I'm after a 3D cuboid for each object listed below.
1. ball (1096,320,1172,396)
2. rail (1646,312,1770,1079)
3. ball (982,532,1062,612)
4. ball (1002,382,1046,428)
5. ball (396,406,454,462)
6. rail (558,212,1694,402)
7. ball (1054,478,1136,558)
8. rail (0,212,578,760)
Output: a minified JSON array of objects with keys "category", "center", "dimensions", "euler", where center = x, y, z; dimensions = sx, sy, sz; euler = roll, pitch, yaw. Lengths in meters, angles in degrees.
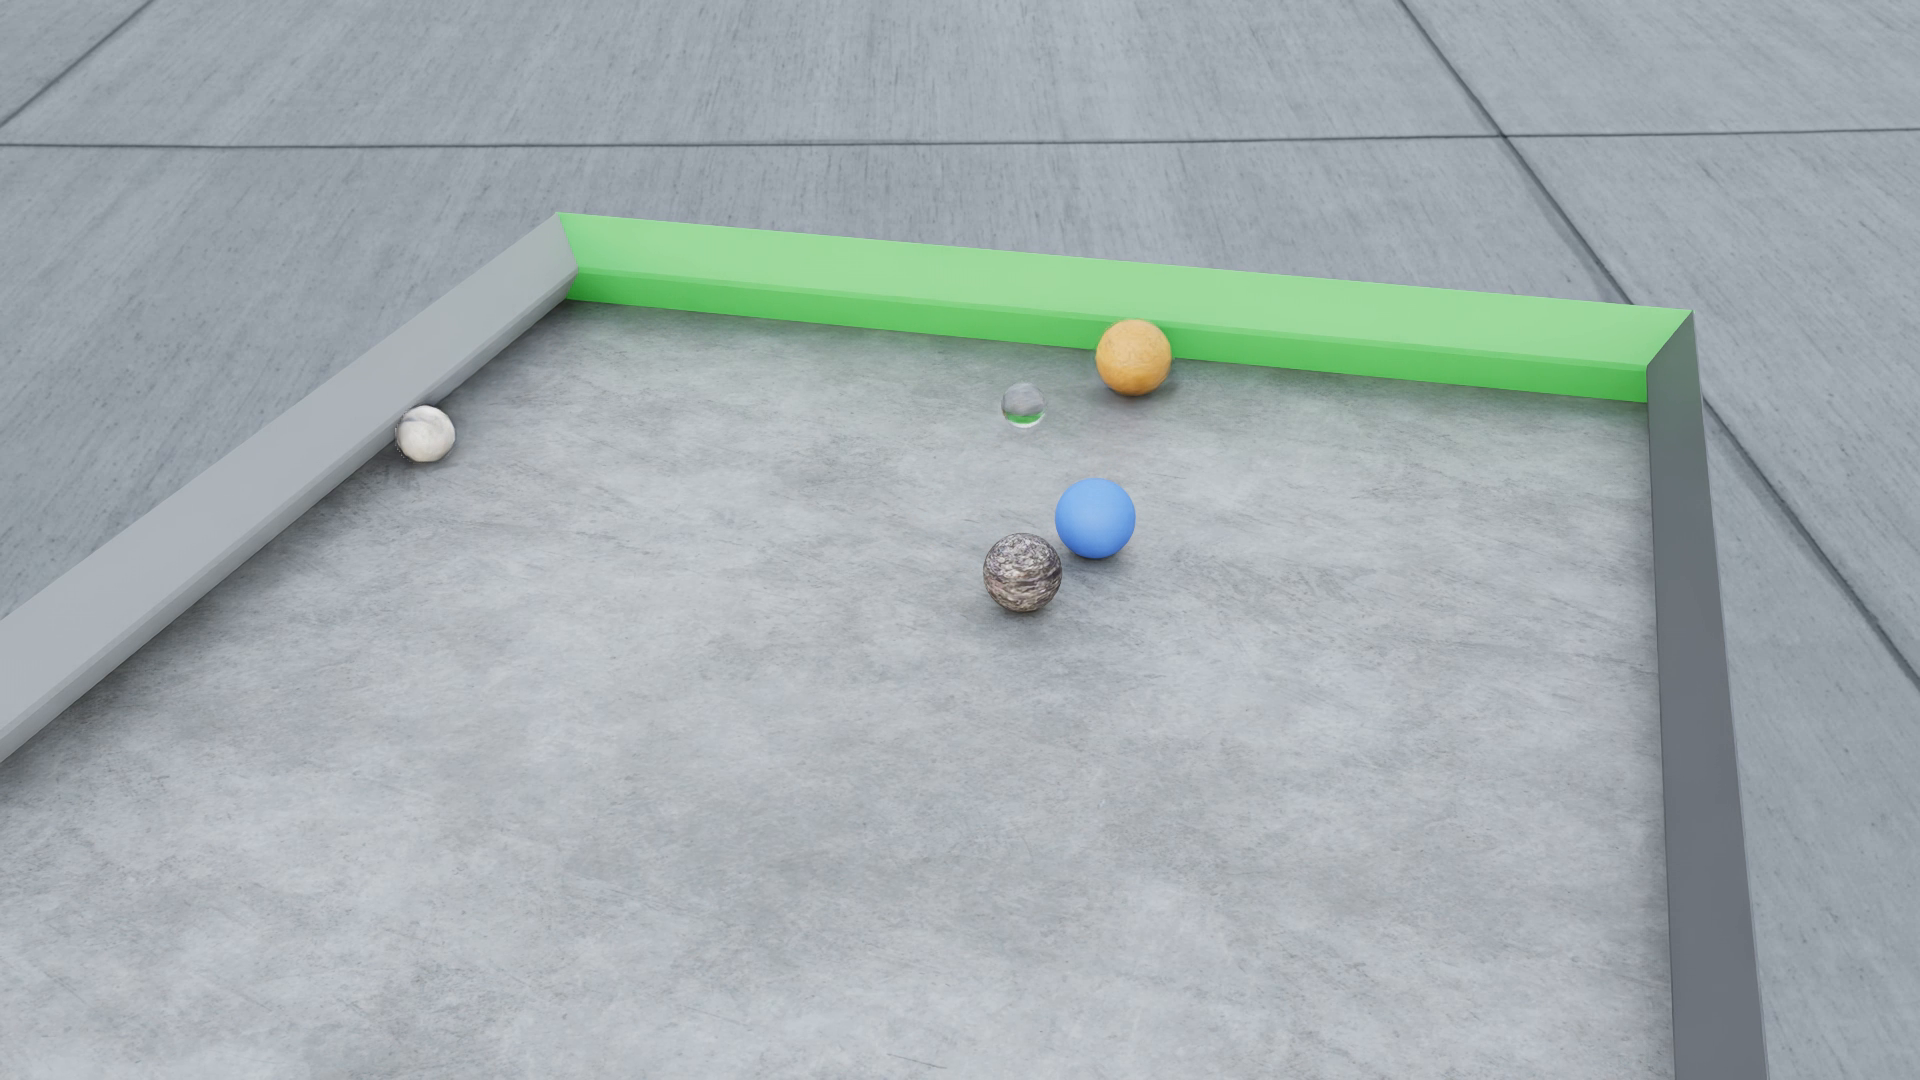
[{"category":"ball","center":[0.204,-0.214,2.582],"dimensions":[0.090,0.090,0.090],"euler":[0,27,0]},{"category":"rail","center":[0.498,0.329,1.463],"dimensions":[0.045,0.117,2.511],"euler":[7,27,13]},{"category":"ball","center":[0.060,0.031,2.107],"dimensions":[0.076,0.076,0.076],"euler":[0,27,0]},{"category":"ball","center":[0.073,-0.154,2.504],"dimensions":[0.052,0.052,0.052],"euler":[0,27,0]},{"category":"ball","center":[-0.588,-0.116,2.418],"dimensions":[0.062,0.062,0.062],"euler":[0,27,0]},{"category":"rail","center":[0.154,-0.281,2.684],"dimensions":[1.409,0.117,0.045],"euler":[7,27,13]},{"category":"ball","center":[0.136,-0.022,2.207],"dimensions":[0.081,0.081,0.081],"euler":[0,27,0]},{"category":"rail","center":[-0.818,0.174,1.773],"dimensions":[0.045,0.117,2.511],"euler":[7,27,13]}]
